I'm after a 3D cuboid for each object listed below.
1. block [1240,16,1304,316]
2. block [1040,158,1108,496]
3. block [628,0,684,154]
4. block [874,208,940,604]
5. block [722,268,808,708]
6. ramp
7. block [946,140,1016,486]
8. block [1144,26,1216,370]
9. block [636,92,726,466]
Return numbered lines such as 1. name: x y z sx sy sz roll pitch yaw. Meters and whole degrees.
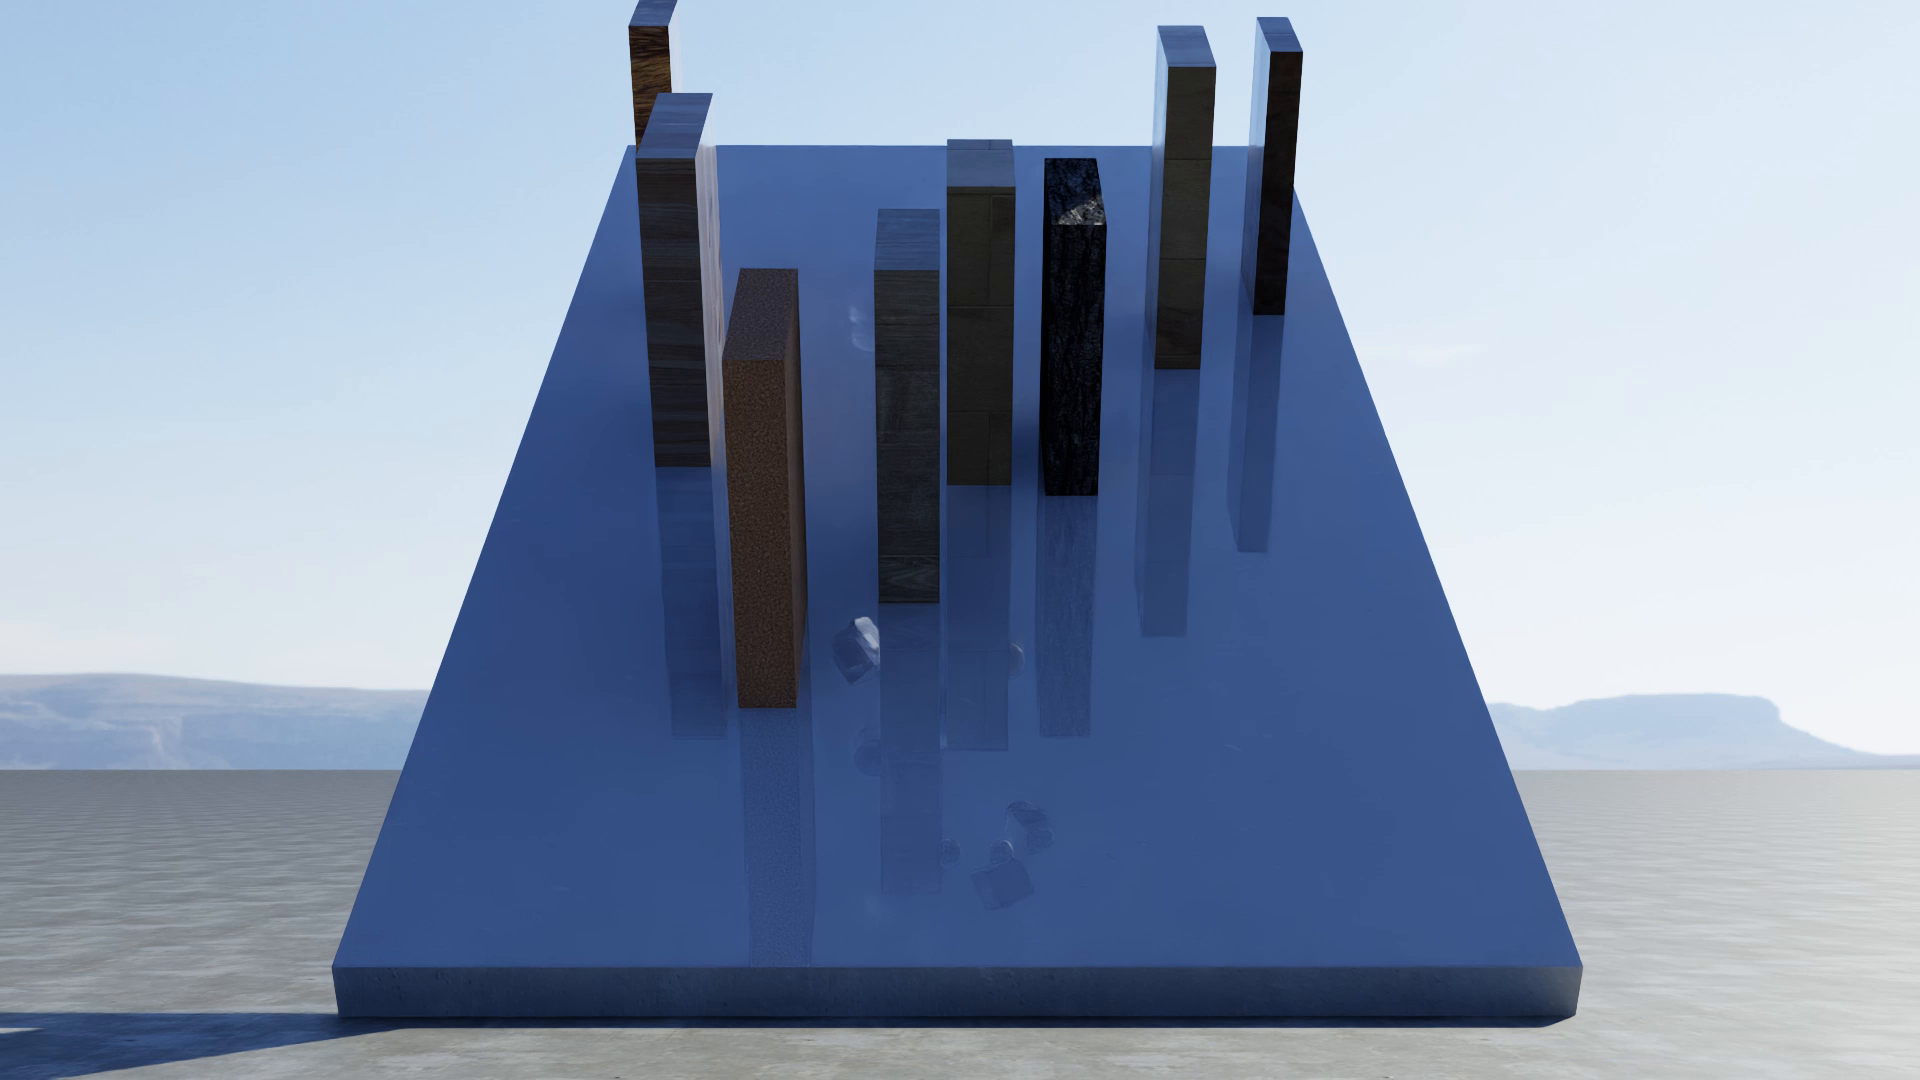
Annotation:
1. block: 0.798 -0.959 6.139 0.081 0.696 0.301 0 28 0
2. block: 0.246 -0.475 5.302 0.115 0.633 0.416 0 28 0
3. block: -0.751 -0.952 6.035 0.096 0.774 0.242 0 28 0
4. block: -0.103 -0.268 4.820 0.123 0.723 0.329 0 28 0
5. block: -0.362 -0.100 4.515 0.109 0.714 0.427 0 28 0
6. ramp: -0.012 -0.221 5.603 2.000 0.100 4.000 0 28 0
7. block: 0.043 -0.501 5.281 0.144 0.698 0.304 0 28 0
8. block: 0.534 -0.835 5.836 0.112 0.762 0.337 0 28 0
9. block: -0.624 -0.591 5.413 0.126 0.728 0.448 0 28 0
